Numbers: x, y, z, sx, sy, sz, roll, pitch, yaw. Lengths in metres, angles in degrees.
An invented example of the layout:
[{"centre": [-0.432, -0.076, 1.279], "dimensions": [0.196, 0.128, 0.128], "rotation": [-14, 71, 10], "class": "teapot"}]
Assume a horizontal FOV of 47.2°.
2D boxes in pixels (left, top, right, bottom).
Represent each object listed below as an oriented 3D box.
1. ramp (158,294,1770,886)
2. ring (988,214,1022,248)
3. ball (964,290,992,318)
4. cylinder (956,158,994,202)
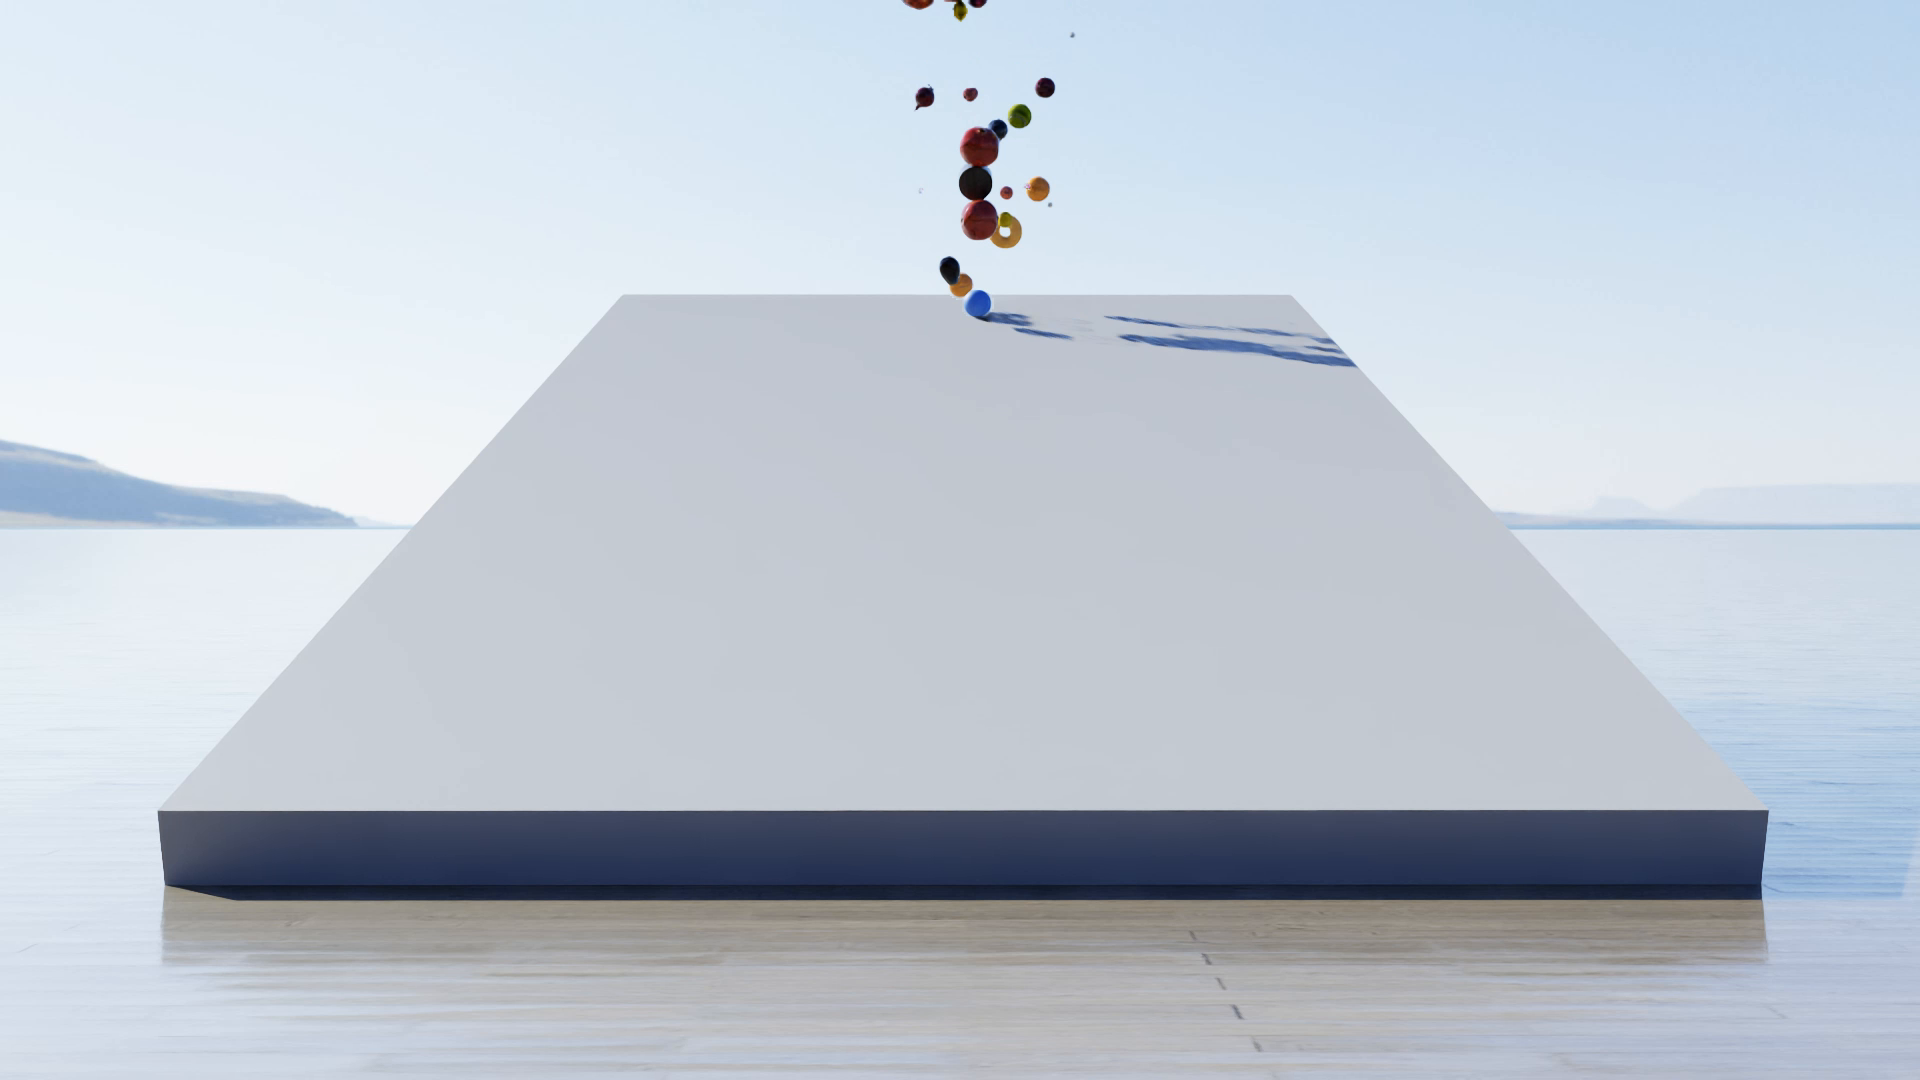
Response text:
[{"centre": [-0.002, -0.152, 4.669], "dimensions": [2.000, 0.100, 4.000], "rotation": [0, 16, 0], "class": "ramp"}, {"centre": [0.130, -0.898, 6.390], "dimensions": [0.105, 0.105, 0.035], "rotation": [0, 21, 21], "class": "ring"}, {"centre": [0.049, -0.666, 6.188], "dimensions": [0.079, 0.079, 0.079], "rotation": [0, 0, 0], "class": "ball"}, {"centre": [0.044, -1.020, 6.244], "dimensions": [0.096, 0.096, 0.096], "rotation": [0, 29, 7], "class": "cylinder"}]
